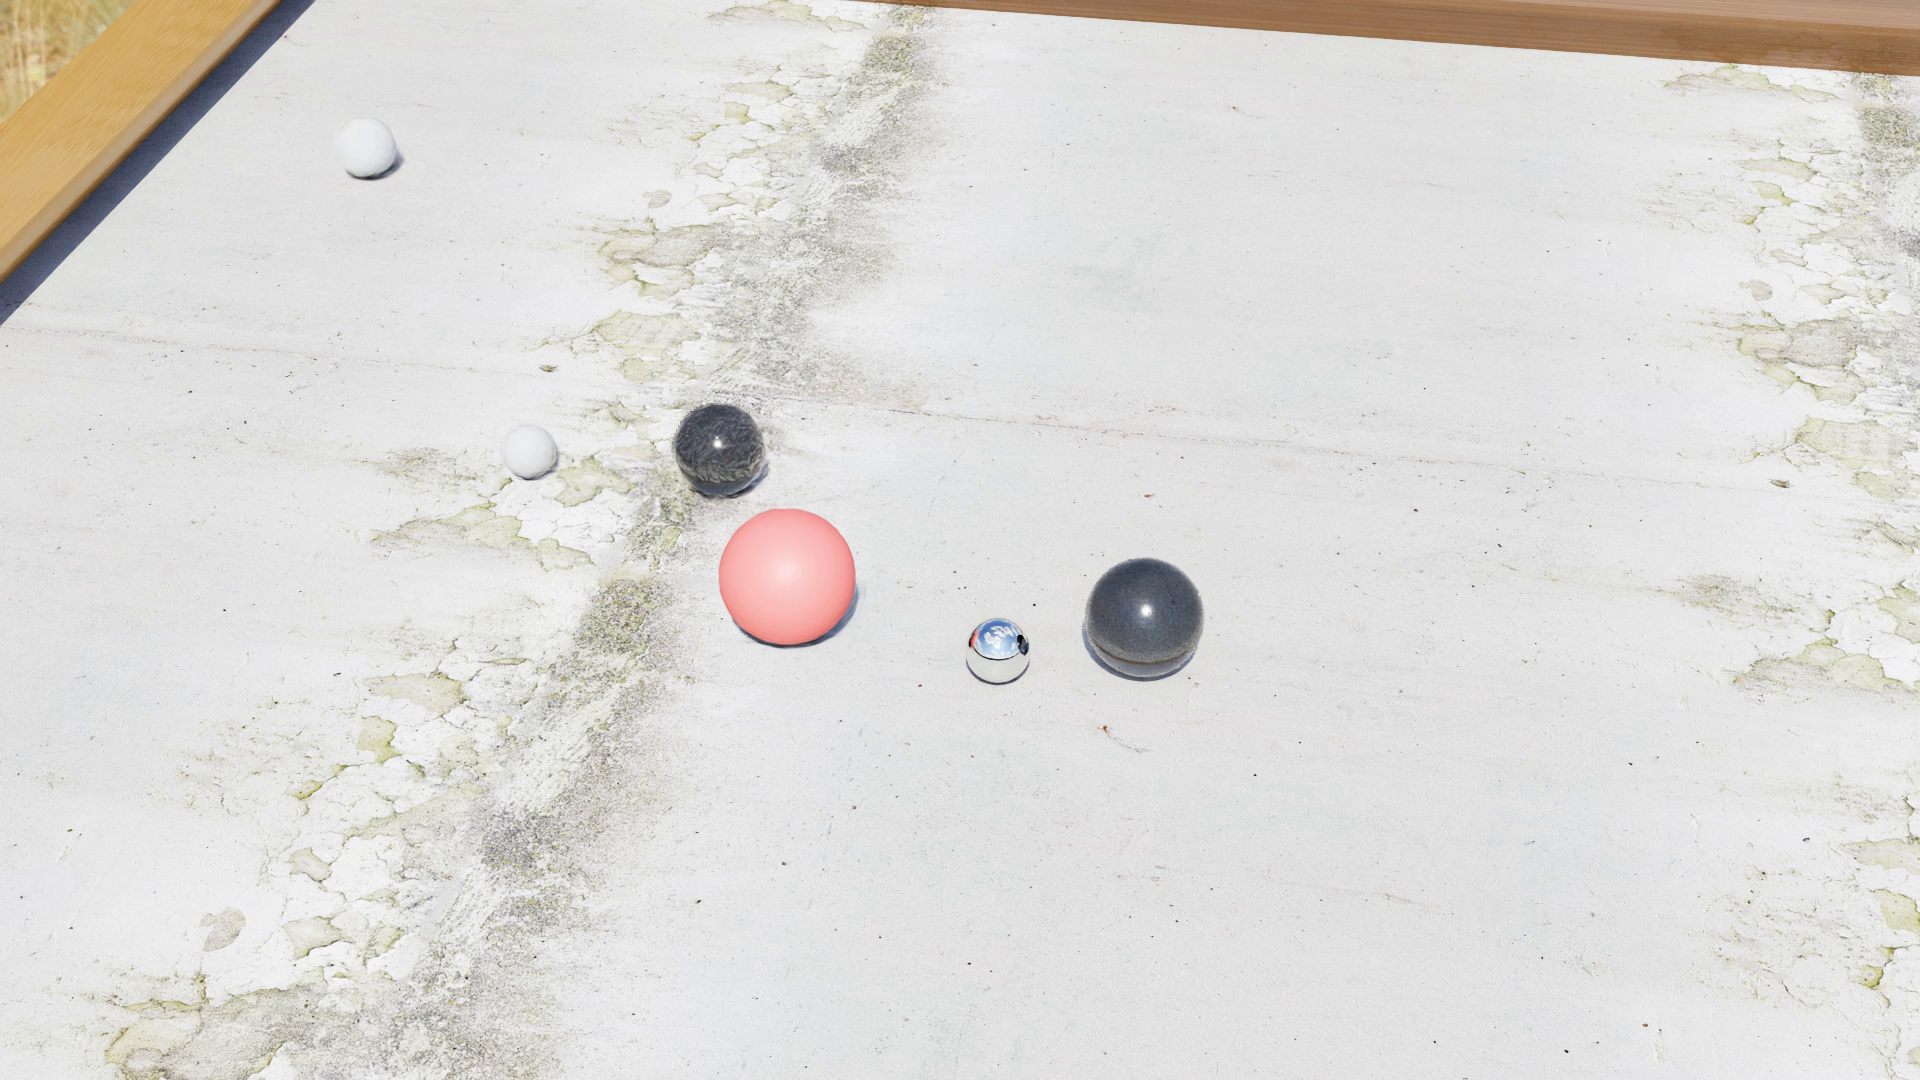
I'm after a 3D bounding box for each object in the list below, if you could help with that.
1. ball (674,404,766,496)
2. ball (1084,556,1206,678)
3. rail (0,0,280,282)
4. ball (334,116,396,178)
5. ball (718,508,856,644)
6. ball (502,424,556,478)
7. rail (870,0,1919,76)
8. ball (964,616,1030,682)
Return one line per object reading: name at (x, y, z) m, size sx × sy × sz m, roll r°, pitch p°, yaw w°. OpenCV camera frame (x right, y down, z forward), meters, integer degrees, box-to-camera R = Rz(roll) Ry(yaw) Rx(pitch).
ball at (-0.185, -0.069, 1.977) m, size 0.070 × 0.070 × 0.070 m, roll 0°, pitch 35°, yaw 0°
ball at (0.129, 0.054, 1.787) m, size 0.084 × 0.084 × 0.084 m, roll 0°, pitch 35°, yaw 0°
rail at (-0.876, -0.113, 1.989) m, size 0.045 × 0.126 × 2.084 m, roll 6°, pitch 35°, yaw 8°
ball at (-0.562, -0.371, 2.425) m, size 0.058 × 0.058 × 0.058 m, roll 0°, pitch 35°, yaw 0°
ball at (-0.122, 0.025, 1.816) m, size 0.097 × 0.097 × 0.097 m, roll 0°, pitch 35°, yaw 0°
ball at (-0.336, -0.069, 2.002) m, size 0.042 × 0.042 × 0.042 m, roll 0°, pitch 35°, yaw 0°
rail at (1.077, -0.505, 2.555) m, size 3.655 × 0.126 × 0.045 m, roll 6°, pitch 35°, yaw 8°
ball at (0.026, 0.076, 1.788) m, size 0.046 × 0.046 × 0.046 m, roll 0°, pitch 35°, yaw 0°
